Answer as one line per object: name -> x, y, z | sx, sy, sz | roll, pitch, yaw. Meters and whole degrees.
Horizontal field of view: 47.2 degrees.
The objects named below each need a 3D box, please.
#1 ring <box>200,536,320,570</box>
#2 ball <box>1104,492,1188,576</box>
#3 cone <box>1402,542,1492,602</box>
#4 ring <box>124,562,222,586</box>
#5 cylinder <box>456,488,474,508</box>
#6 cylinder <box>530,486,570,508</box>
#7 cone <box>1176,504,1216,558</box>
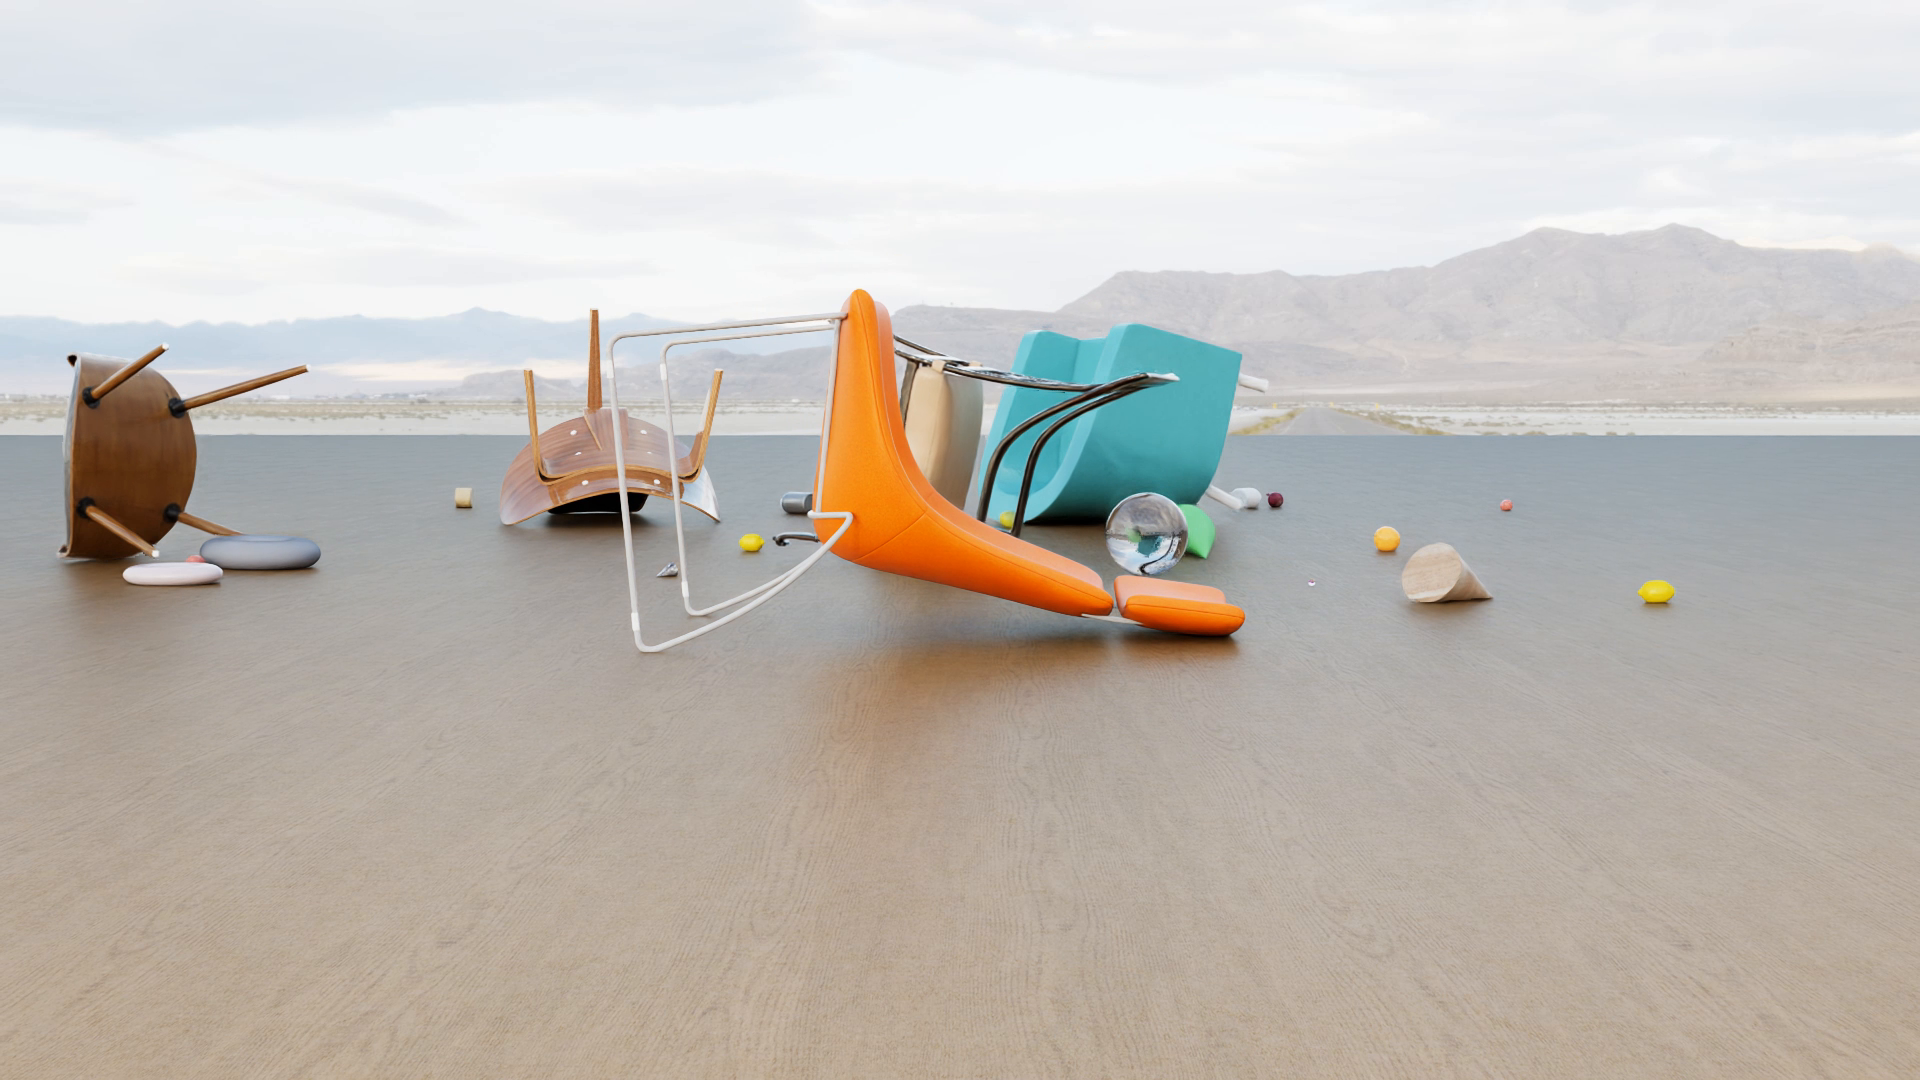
ring -> -1.768, 0.032, 5.554 | 0.350, 0.073, 0.233 | 3, 6, 30
ball -> 0.449, -0.014, 5.288 | 0.201, 0.201, 0.201 | 0, 4, 0
cone -> 1.069, 0.097, 4.676 | 0.201, 0.130, 0.161 | 19, -19, -33
ring -> -1.818, 0.079, 5.080 | 0.233, 0.044, 0.158 | 0, 5, 9
cylinder -> -1.878, -0.159, 8.338 | 0.058, 0.067, 0.078 | 0, 44, -2
cylinder -> -1.540, -0.161, 8.262 | 0.124, 0.093, 0.080 | 1, -41, 20
cone -> 0.637, 0.009, 5.914 | 0.175, 0.125, 0.222 | 35, 14, -19
